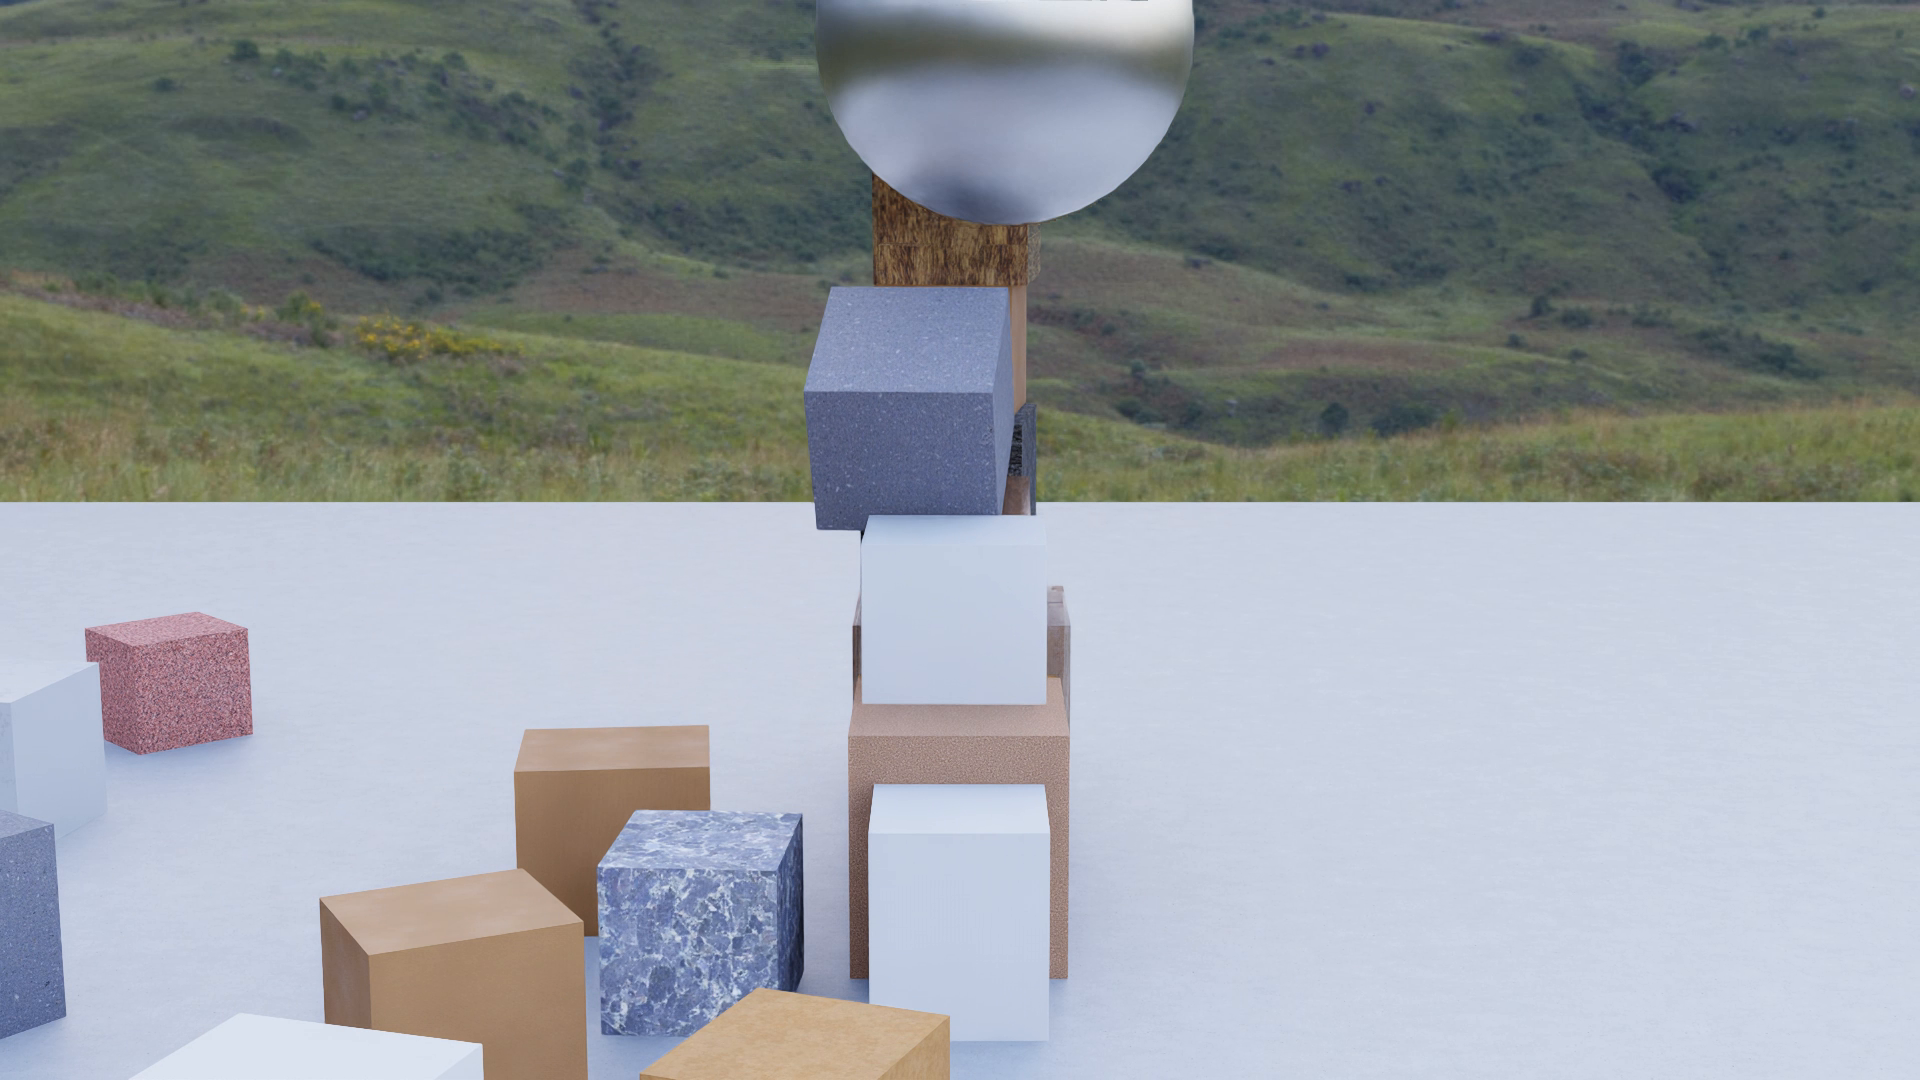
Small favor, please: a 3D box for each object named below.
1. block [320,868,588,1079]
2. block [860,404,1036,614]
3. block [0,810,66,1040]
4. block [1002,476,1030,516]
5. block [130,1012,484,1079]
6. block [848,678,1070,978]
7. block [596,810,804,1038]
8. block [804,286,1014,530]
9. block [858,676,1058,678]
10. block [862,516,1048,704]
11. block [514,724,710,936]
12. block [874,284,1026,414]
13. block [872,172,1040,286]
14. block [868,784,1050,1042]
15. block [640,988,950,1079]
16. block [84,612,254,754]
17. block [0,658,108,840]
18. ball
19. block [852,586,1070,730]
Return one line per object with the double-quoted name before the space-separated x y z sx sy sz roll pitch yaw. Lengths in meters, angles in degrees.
"block" -1.764 1.600 8.924 0.738 0.658 0.673 -5 12 -27
"block" -0.044 -0.162 12.228 0.750 0.894 0.796 1 10 6
"block" -3.946 1.445 9.512 0.827 0.754 0.825 7 13 34
"block" -0.005 0.150 11.431 0.628 0.661 0.641 0 27 1
"block" -1.836 1.859 7.077 0.790 0.809 0.737 3 11 18
"block" -0.004 1.154 10.469 0.857 0.984 0.966 0 10 0
"block" -0.972 1.451 9.779 0.661 0.647 0.747 1 10 4
"block" -0.202 -0.580 11.221 0.793 0.705 0.884 1 35 6
"block" -0.010 1.083 11.381 0.907 0.797 0.831 0 10 0
"block" -0.019 0.280 10.687 0.747 0.657 0.703 0 10 1
"block" -1.453 1.222 10.861 0.793 0.709 0.690 -1 10 -6
"block" -0.038 -0.931 12.226 0.643 0.619 0.643 1 10 7
"block" -0.005 -1.620 12.160 0.718 0.762 0.721 1 10 6
"block" -0.003 1.394 9.682 0.659 0.793 0.652 0 10 0
"block" -0.471 1.822 7.581 0.645 0.703 0.753 4 11 22
"block" -4.243 0.758 13.767 0.643 0.582 0.593 -9 14 -41
"block" -4.563 1.005 11.989 0.780 0.733 0.807 2 10 9
"ball" 0.187 -2.128 10.793 1.600 1.600 1.600 0 10 0
"block" 0.007 0.811 12.237 0.995 1.025 0.928 0 10 0
